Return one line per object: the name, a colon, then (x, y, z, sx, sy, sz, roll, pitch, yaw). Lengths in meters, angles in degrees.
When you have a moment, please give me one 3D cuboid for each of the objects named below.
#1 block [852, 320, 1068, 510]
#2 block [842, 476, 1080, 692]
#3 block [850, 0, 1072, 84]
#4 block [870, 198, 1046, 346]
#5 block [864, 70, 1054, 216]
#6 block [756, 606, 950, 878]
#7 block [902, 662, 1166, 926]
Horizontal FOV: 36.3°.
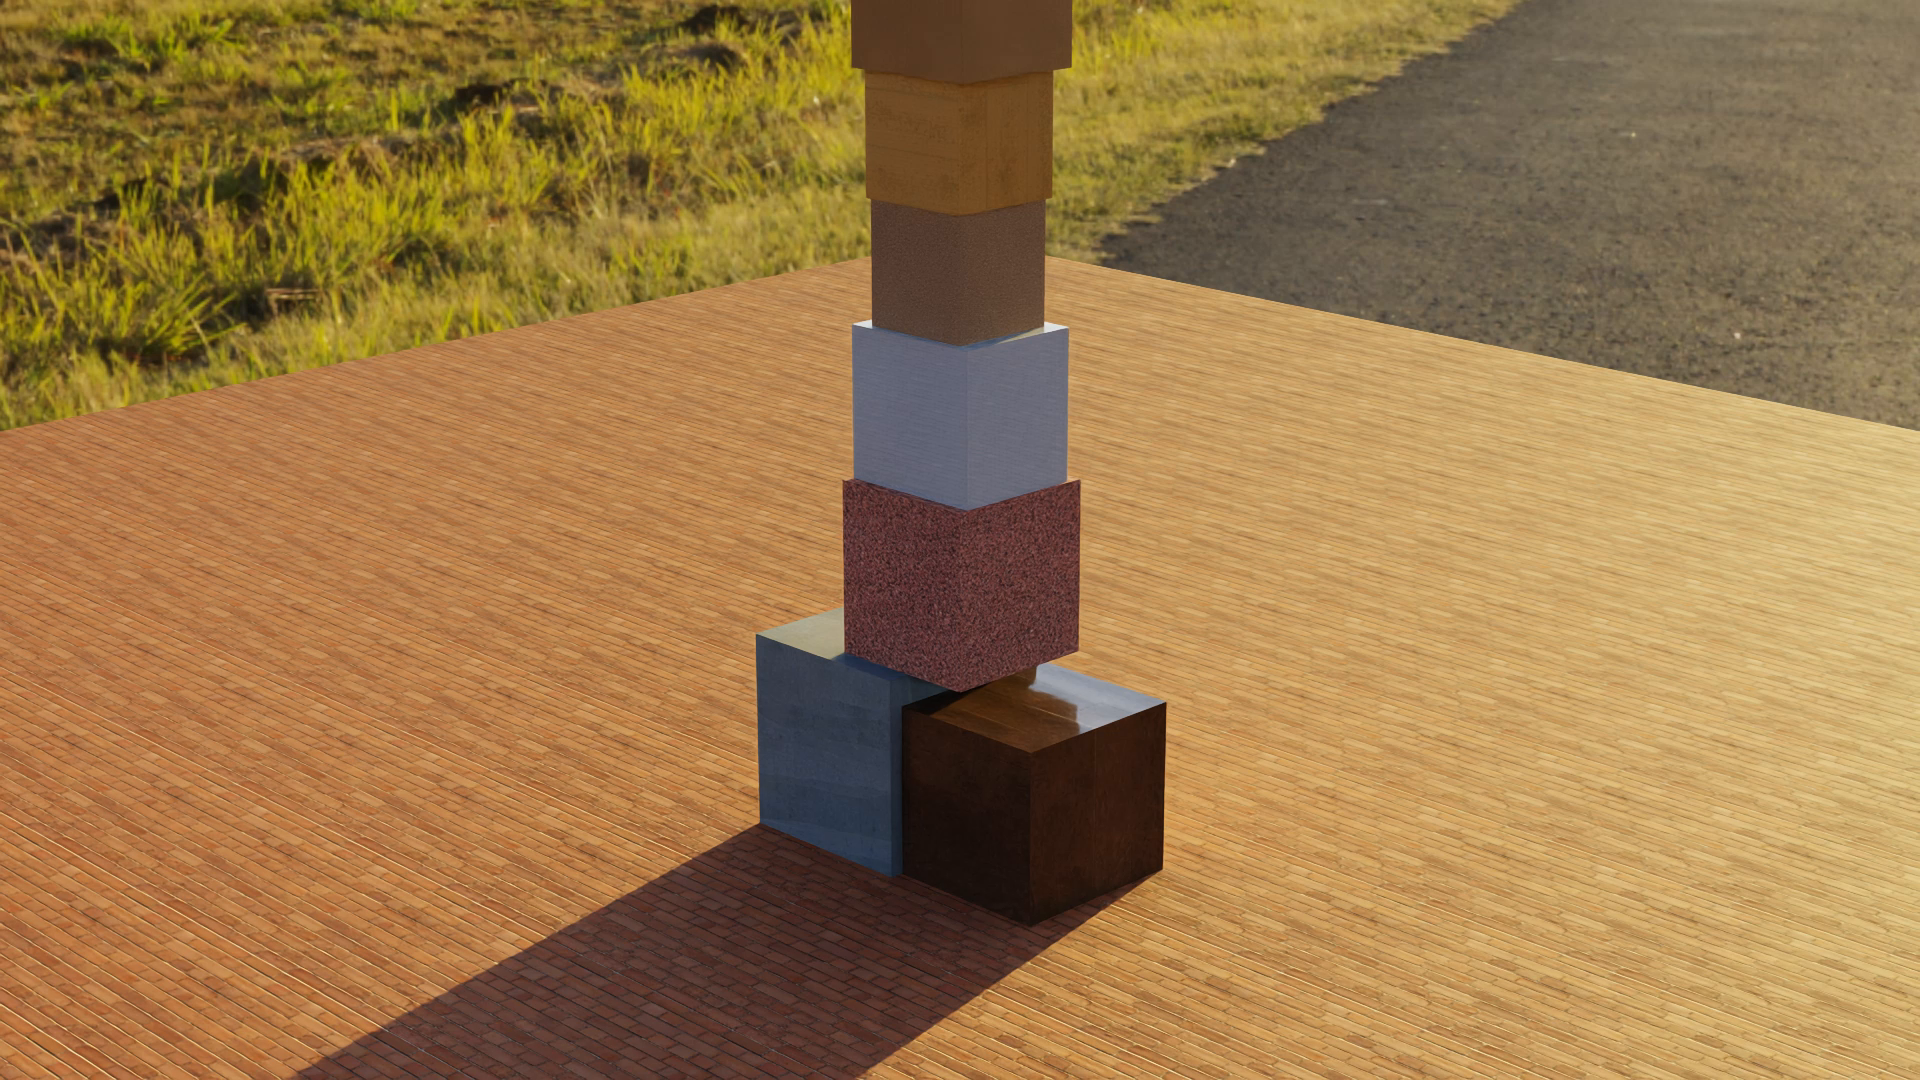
block: (0.001, -0.613, 13.150, 0.639, 0.715, 0.726, -17, 24, -42)
block: (0.008, 0.120, 13.387, 0.774, 0.827, 0.752, -17, 24, -42)
block: (0.007, -2.364, 12.606, 0.670, 0.663, 0.679, -17, 24, -42)
block: (-0.008, -1.226, 12.948, 0.533, 0.575, 0.552, -17, 24, -42)
block: (-0.004, -1.773, 12.781, 0.579, 0.569, 0.576, -17, 24, -42)
block: (-0.298, 0.891, 13.913, 0.957, 0.958, 0.912, -17, 24, -42)
block: (0.337, 1.133, 13.367, 0.891, 0.823, 0.804, -17, 24, -42)
